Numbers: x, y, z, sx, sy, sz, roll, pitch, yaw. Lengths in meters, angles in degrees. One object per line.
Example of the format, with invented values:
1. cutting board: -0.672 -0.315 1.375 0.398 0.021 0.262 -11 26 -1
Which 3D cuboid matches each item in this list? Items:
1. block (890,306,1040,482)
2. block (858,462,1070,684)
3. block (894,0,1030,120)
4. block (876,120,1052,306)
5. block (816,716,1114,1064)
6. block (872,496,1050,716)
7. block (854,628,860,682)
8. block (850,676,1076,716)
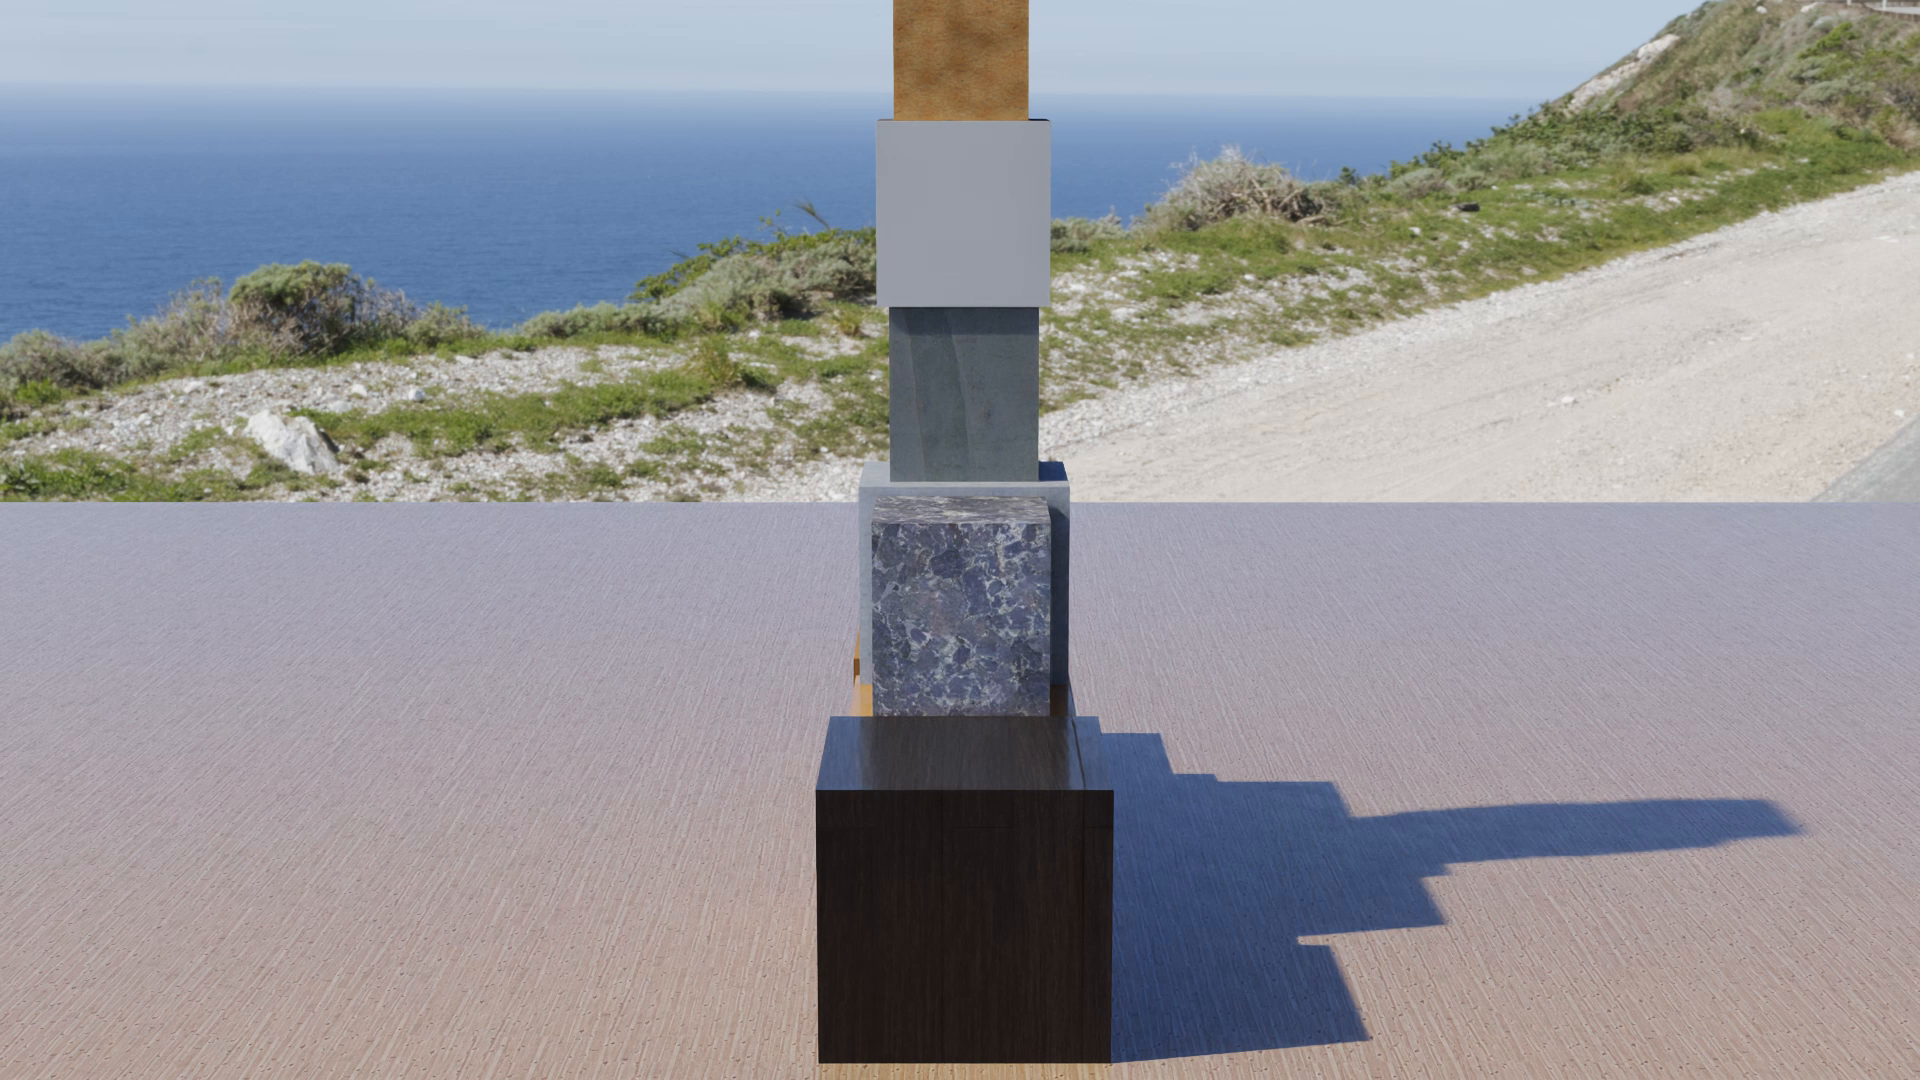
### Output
1. block: 0.017 -0.665 11.072 0.625 0.739 0.664 0 10 0
2. block: 0.017 0.130 11.117 0.880 0.844 0.743 0 10 0
3. block: 0.004 -2.055 10.834 0.556 0.559 0.605 0 10 0
4. block: 0.014 -1.404 10.945 0.720 0.762 0.718 0 10 0
5. block: 0.016 1.287 9.646 1.051 1.017 1.054 0 10 0
6. block: 0.005 0.274 10.416 0.701 0.807 0.658 0 10 0
7. block: -0.005 0.883 12.317 0.969 0.856 0.932 0 10 0
8. block: 0.012 1.136 10.624 0.914 0.964 0.905 0 10 0
